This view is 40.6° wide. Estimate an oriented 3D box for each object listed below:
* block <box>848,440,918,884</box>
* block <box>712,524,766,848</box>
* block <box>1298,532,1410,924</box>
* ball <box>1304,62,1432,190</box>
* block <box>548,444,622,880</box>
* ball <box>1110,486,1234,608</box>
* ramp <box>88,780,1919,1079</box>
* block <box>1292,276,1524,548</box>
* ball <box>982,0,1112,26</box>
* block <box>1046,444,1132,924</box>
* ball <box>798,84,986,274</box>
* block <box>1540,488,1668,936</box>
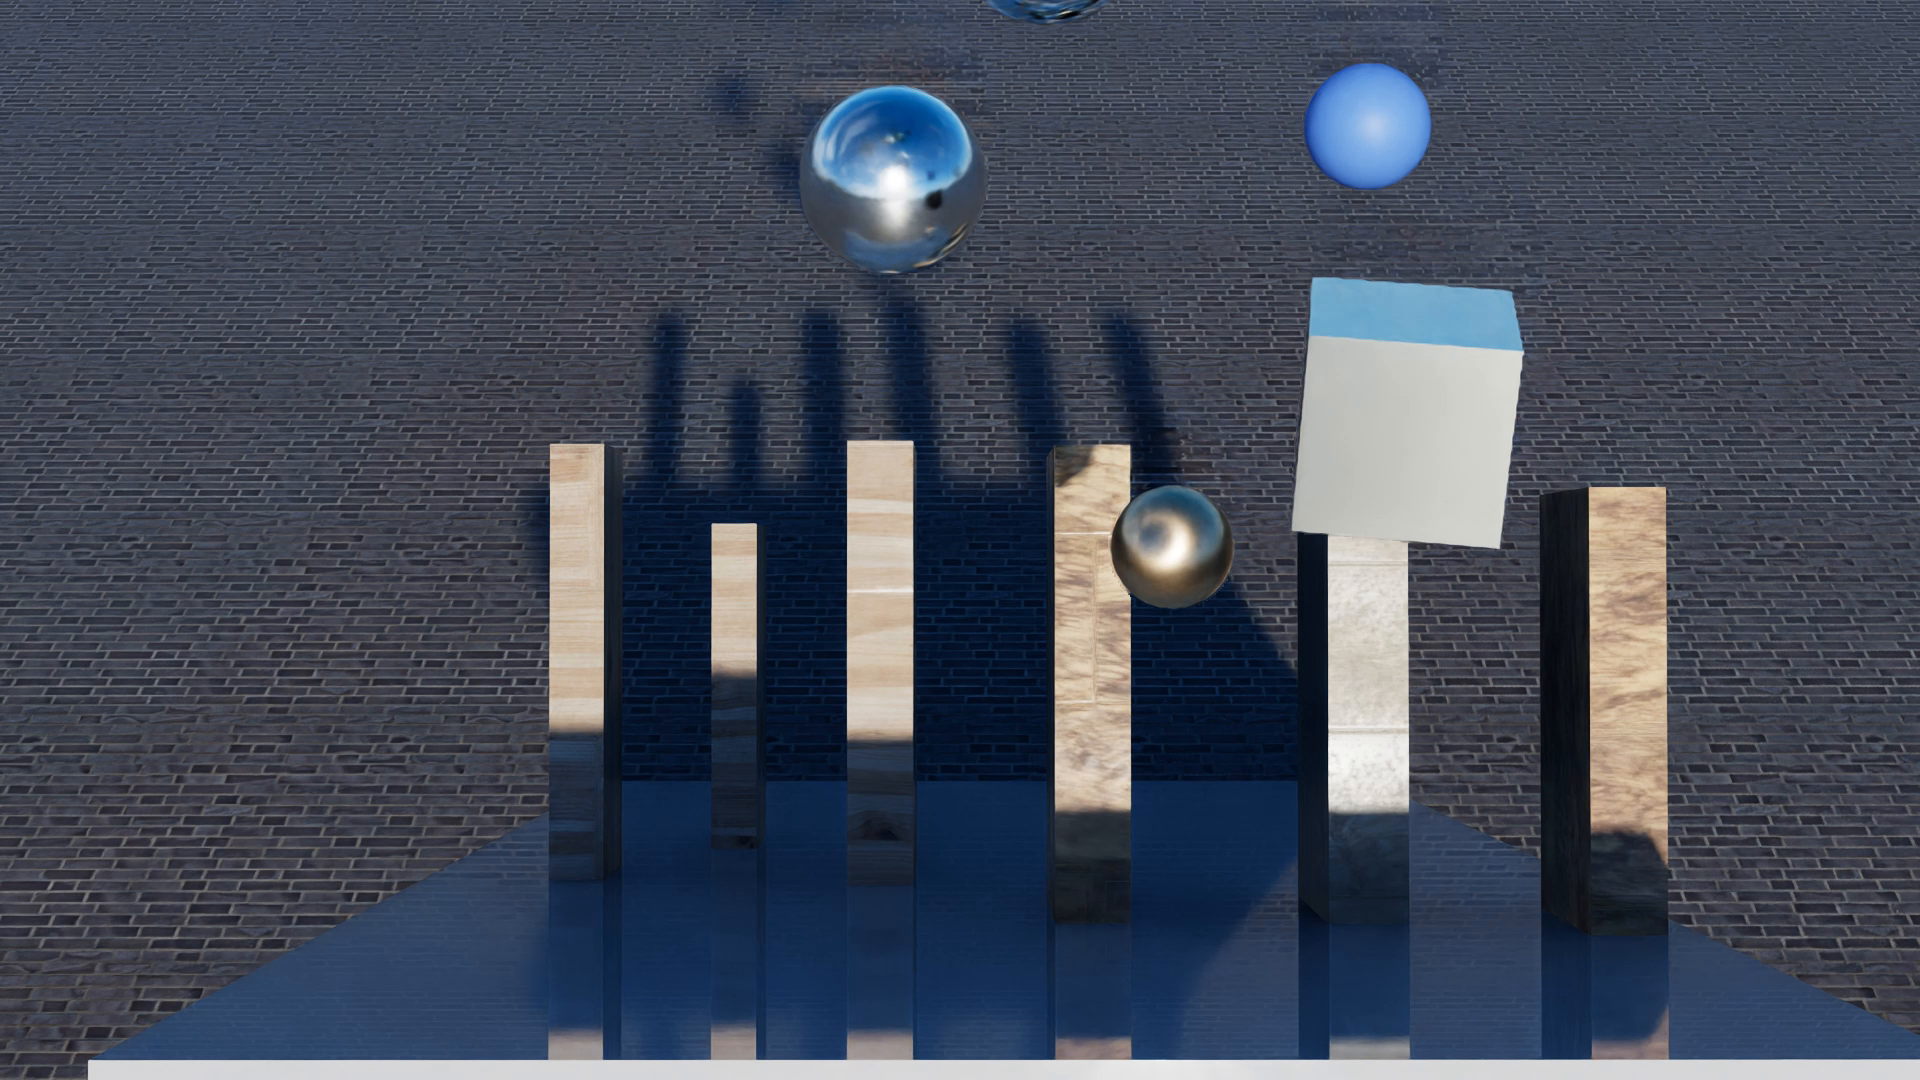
[{"bbox_3d":[-0.135,0.211,4.598,0.112,0.751,0.415,0,-1,0],"label":"block"},{"bbox_3d":[-0.436,0.284,5.123,0.087,0.626,0.253,0,-1,0],"label":"block"},{"bbox_3d":[0.610,0.257,4.049,0.120,0.639,0.351,0,-1,0],"label":"block"},{"bbox_3d":[0.372,-0.377,2.365,0.115,0.115,0.115,0,33,0],"label":"ball"},{"bbox_3d":[-0.661,0.212,4.592,0.093,0.751,0.247,0,-1,0],"label":"block"},{"bbox_3d":[0.228,0.008,2.786,0.133,0.133,0.133,0,33,0],"label":"ball"},{"bbox_3d":[0.073,0.640,4.754,2.000,0.100,4.000,0,-1,0],"label":"ramp"},{"bbox_3d":[0.423,-0.125,2.472,0.192,0.192,0.192,5,22,7],"label":"block"},{"bbox_3d":[0.076,-0.531,2.227,0.173,0.173,0.173,0,33,0],"label":"ball"},{"bbox_3d":[0.199,0.219,4.068,0.114,0.716,0.369,0,-1,0],"label":"block"},{"bbox_3d":[-0.073,-0.390,2.802,0.203,0.203,0.203,0,33,0],"label":"ball"},{"bbox_3d":[0.967,0.250,3.910,0.111,0.647,0.320,0,-1,0],"label":"block"}]
